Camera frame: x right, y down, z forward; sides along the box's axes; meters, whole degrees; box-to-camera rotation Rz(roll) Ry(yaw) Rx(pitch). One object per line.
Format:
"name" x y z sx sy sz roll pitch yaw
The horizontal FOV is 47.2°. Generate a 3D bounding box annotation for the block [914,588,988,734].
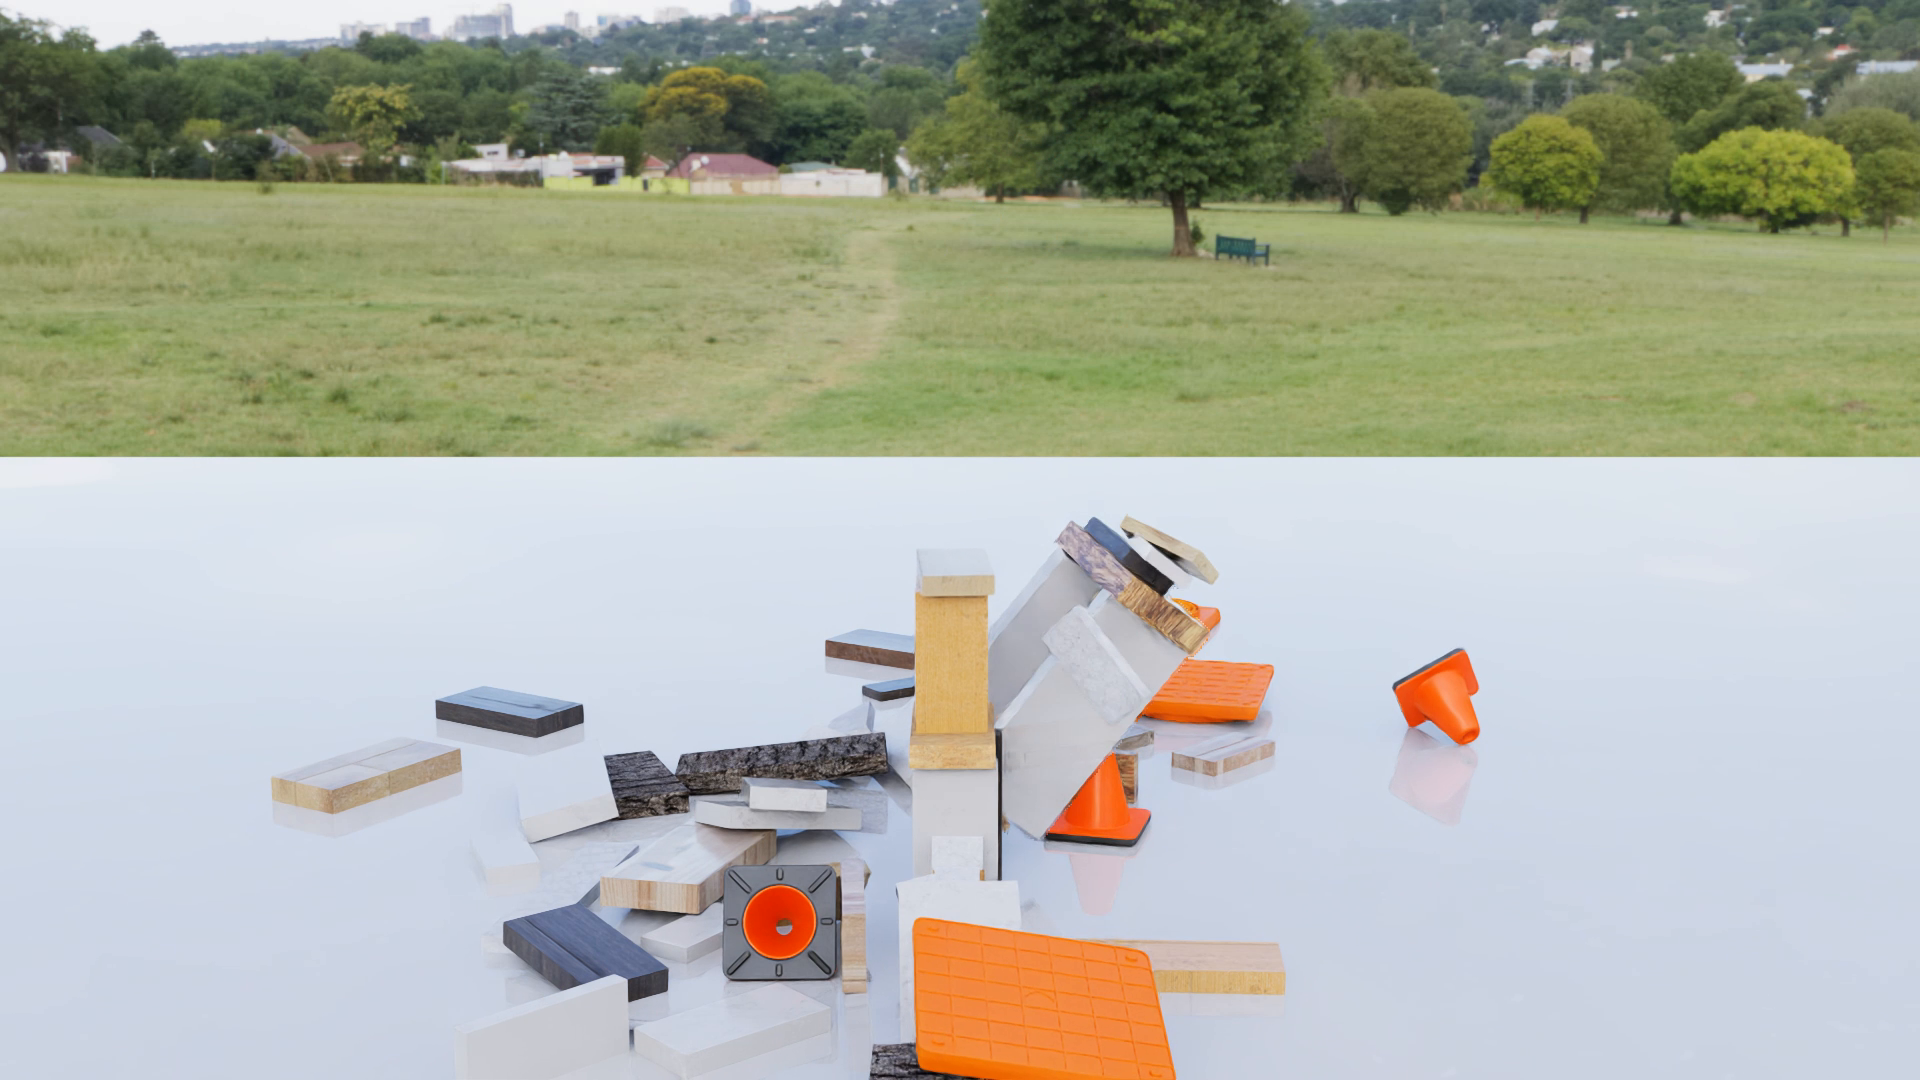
"block" -0.014 0.192 3.500 0.114 0.228 0.032 -1 8 -3

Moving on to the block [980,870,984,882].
"block" -0.003 0.583 3.389 0.081 0.023 0.161 0 48 1

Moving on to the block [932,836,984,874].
"block" -0.004 0.547 3.460 0.081 0.161 0.023 0 -8 1

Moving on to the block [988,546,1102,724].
"block" 0.137 0.201 3.958 0.175 0.350 0.050 36 9 -21

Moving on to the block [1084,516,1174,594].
"block" 0.299 0.025 3.904 0.105 0.030 0.210 36 4 -22

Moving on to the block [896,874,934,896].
"block" -0.036 0.585 3.354 0.081 0.023 0.161 -13 49 -14

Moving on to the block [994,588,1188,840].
"block" 0.189 0.297 3.748 0.175 0.411 0.050 37 6 -15

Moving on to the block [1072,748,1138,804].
"block" 0.243 0.443 4.192 0.193 0.096 0.027 4 13 20

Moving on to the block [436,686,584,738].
"block" -0.972 0.369 4.743 0.293 0.042 0.147 7 12 32

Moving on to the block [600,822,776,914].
"block" -0.449 0.546 3.694 0.166 0.047 0.397 2 6 13

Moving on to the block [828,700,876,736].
"block" -0.227 0.390 4.561 0.095 0.027 0.190 -27 9 5

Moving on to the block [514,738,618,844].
"block" -0.735 0.462 4.091 0.167 0.047 0.333 -16 15 -10

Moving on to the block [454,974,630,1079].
"block" -0.558 0.670 2.952 0.029 0.104 0.258 10 15 44

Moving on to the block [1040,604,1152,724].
"block" 0.222 0.204 3.605 0.089 0.187 0.025 -42 -6 38

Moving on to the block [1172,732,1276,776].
"block" 0.533 0.431 4.442 0.105 0.030 0.210 10 14 42

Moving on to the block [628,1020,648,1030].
"block" -0.464 0.681 3.092 0.094 0.013 0.047 3 -12 13

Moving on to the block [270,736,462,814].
"block" -1.149 0.454 4.272 0.167 0.047 0.333 6 12 31

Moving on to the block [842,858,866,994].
"block" -0.162 0.586 3.354 0.035 0.124 0.248 -1 11 -3

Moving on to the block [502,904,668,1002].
"block" -0.564 0.625 3.304 0.132 0.037 0.264 -8 19 -38

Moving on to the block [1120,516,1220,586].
"block" 0.371 0.018 3.908 0.177 0.025 0.089 28 -12 40

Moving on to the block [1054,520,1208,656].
"block" 0.295 0.079 3.830 0.175 0.050 0.350 36 4 -21

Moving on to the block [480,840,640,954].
"block" -0.651 0.585 3.626 0.092 0.026 0.471 2 11 11

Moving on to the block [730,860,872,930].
"block" -0.252 0.561 3.479 0.208 0.104 0.029 0 37 -32

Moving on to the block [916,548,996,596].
"block" -0.009 0.050 3.547 0.114 0.032 0.228 -1 11 -3

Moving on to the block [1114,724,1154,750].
"block" 0.291 0.415 4.530 0.210 0.030 0.105 -10 14 -43

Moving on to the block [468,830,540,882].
"block" -0.792 0.549 3.819 0.092 0.026 0.184 -4 11 -21

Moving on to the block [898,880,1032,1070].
"block" 0.003 0.589 3.001 0.170 0.048 0.340 0 28 -2

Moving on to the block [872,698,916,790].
"block" -0.082 0.401 4.355 0.146 0.041 0.314 -40 18 -6

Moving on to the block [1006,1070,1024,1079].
"block" -0.010 0.746 2.698 0.170 0.048 0.491 0 11 2

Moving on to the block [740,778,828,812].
"block" -0.317 0.454 3.930 0.132 0.037 0.286 4 -3 -9

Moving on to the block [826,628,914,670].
"block" -0.164 0.265 5.307 0.292 0.041 0.146 7 12 32

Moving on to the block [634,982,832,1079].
"block" -0.316 0.683 3.071 0.247 0.035 0.124 -9 14 -41

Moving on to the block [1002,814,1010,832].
"block" 0.054 0.462 3.760 0.051 0.014 0.102 36 7 -18

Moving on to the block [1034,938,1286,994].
"block" 0.297 0.640 3.306 0.371 0.035 0.124 1 11 3

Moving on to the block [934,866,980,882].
"block" -0.006 0.523 3.196 0.066 0.019 0.132 1 28 2

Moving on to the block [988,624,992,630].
"block" 0.026 0.322 4.134 0.096 0.369 0.027 -2 30 -14

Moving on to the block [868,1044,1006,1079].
"block" -0.029 0.703 2.664 0.170 0.048 0.340 0 11 1

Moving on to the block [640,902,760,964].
"block" -0.406 0.616 3.455 0.092 0.026 0.184 7 12 32

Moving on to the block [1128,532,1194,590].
"block" 0.346 0.035 3.805 0.089 0.025 0.177 37 4 -9

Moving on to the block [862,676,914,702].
"block" -0.136 0.336 4.975 0.153 0.022 0.076 -7 13 -34

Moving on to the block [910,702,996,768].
"block" -0.011 0.315 3.569 0.135 0.038 0.269 0 10 0

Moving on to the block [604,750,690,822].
"block" -0.627 0.468 4.209 0.147 0.042 0.293 -5 11 -21

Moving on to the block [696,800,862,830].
"block" -0.323 0.490 3.918 0.264 0.037 0.132 5 -4 -33

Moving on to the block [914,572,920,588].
"block" -0.015 0.167 3.634 0.114 0.228 0.032 -1 5 -7

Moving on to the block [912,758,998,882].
"block" -0.007 0.483 3.505 0.135 0.269 0.038 0 9 1

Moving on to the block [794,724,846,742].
"block" -0.274 0.417 4.441 0.077 0.022 0.153 -40 29 -24

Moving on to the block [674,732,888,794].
"block" -0.345 0.435 4.279 0.405 0.042 0.147 -6 11 -1

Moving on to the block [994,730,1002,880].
"block" 0.002 0.452 3.675 0.135 0.269 0.038 0 11 0
